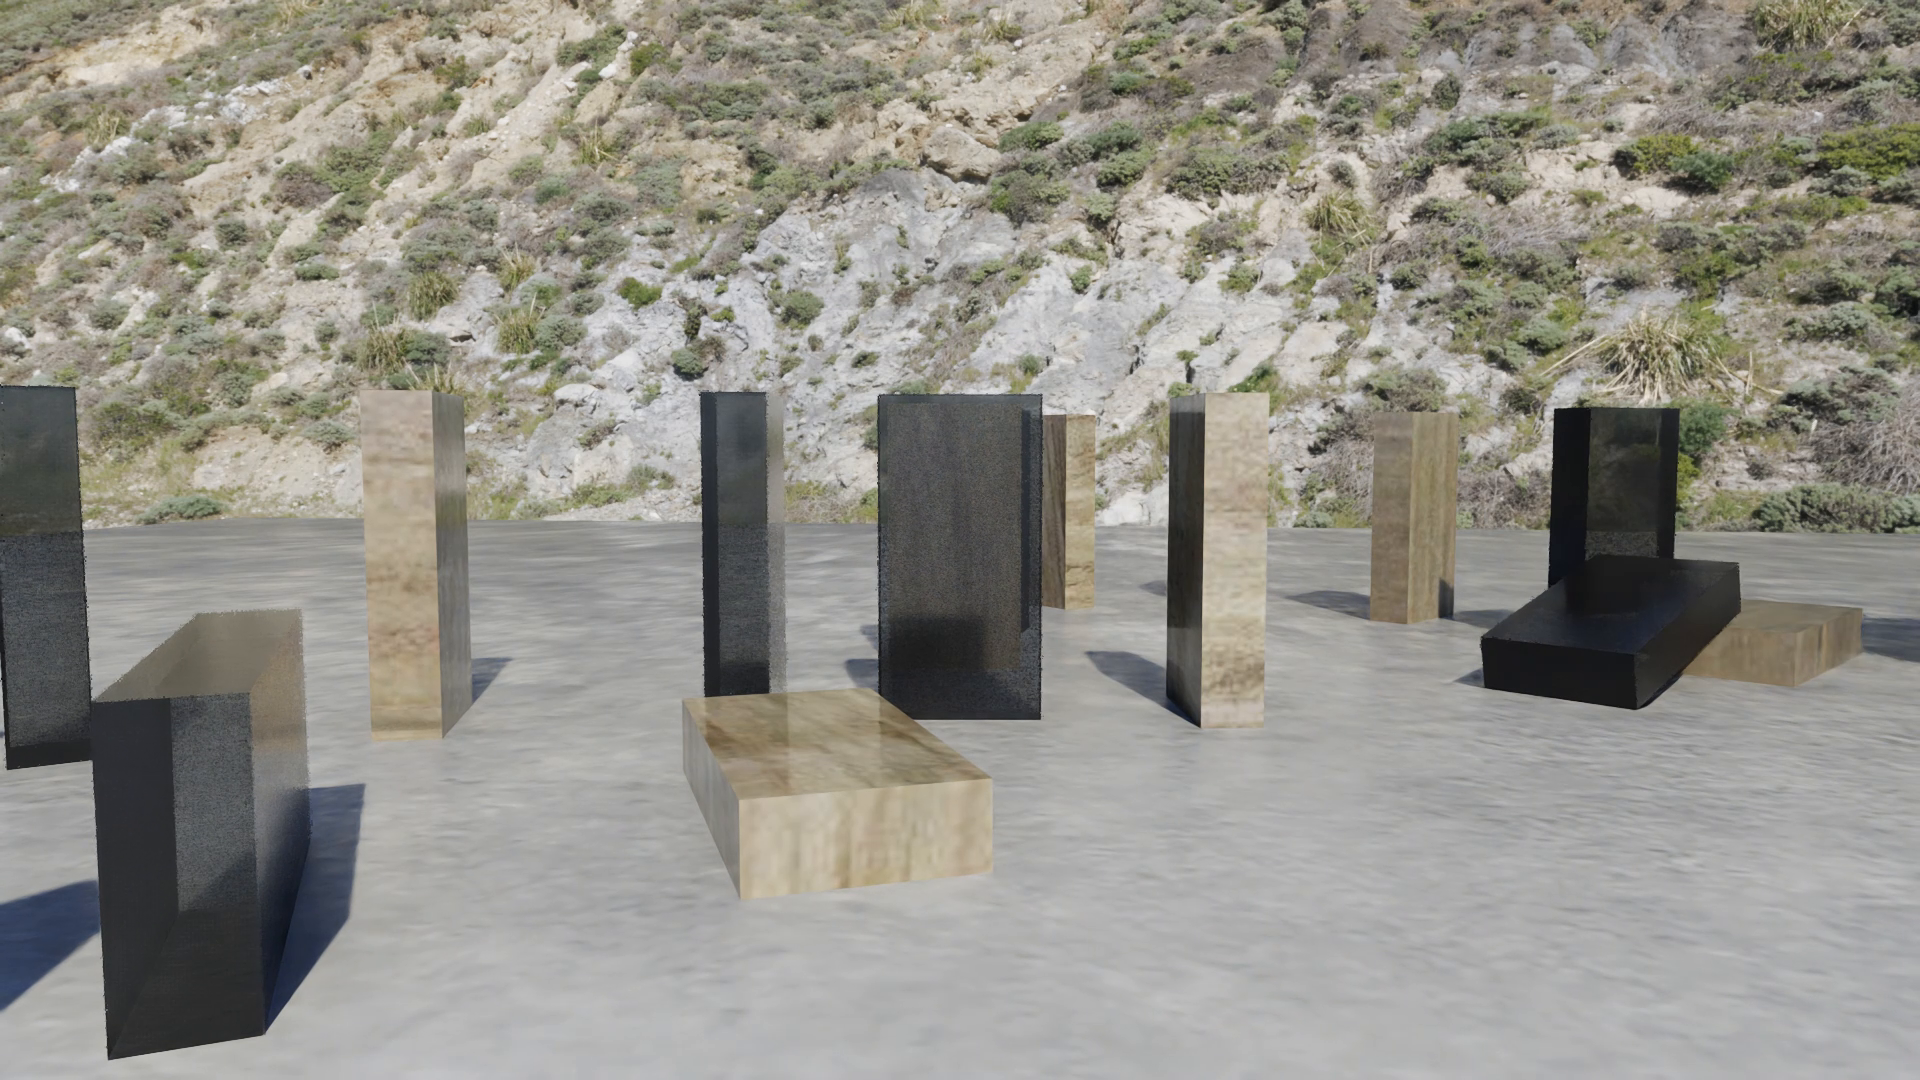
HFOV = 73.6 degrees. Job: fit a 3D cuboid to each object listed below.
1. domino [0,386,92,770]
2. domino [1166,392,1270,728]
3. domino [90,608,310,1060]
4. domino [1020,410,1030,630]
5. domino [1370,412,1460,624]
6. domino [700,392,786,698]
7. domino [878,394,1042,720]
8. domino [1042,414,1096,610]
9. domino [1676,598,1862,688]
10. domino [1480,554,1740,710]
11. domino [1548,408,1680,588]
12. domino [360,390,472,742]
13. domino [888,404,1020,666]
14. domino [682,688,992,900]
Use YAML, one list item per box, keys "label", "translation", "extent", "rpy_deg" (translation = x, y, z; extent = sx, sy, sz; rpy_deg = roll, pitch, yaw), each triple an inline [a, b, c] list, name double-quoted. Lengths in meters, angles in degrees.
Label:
- label: "domino"
  translation: [-0.128, 0.004, 0.179]
  extent: [0.010, 0.050, 0.025]
  rpy_deg: [-3, 5, -35]
- label: "domino"
  translation: [0.040, 0.002, 0.203]
  extent: [0.009, 0.050, 0.025]
  rpy_deg: [0, 4, -3]
- label: "domino"
  translation: [-0.064, 0.022, 0.112]
  extent: [0.010, 0.025, 0.050]
  rpy_deg: [-2, 5, -23]
- label: "domino"
  translation: [0.003, -0.005, 0.298]
  extent: [0.025, 0.050, 0.009]
  rpy_deg: [1, 4, 11]
- label: "domino"
  translation: [0.111, -0.006, 0.313]
  extent: [0.025, 0.050, 0.009]
  rpy_deg: [-4, 6, -45]
- label: "domino"
  translation: [-0.033, 0.003, 0.199]
  extent: [0.009, 0.050, 0.025]
  rpy_deg: [0, 4, -2]
- label: "domino"
  translation: [0.000, 0.002, 0.201]
  extent: [0.025, 0.050, 0.009]
  rpy_deg: [0, 4, 0]
- label: "domino"
  translation: [0.024, -0.008, 0.341]
  extent: [0.010, 0.050, 0.025]
  rpy_deg: [-3, 5, -33]
- label: "domino"
  translation: [0.155, 0.019, 0.250]
  extent: [0.050, 0.010, 0.025]
  rpy_deg: [-4, 6, -44]
- label: "domino"
  translation: [0.117, 0.015, 0.229]
  extent: [0.050, 0.009, 0.025]
  rpy_deg: [-21, 17, -39]
- label: "domino"
  translation: [0.139, -0.003, 0.273]
  extent: [0.025, 0.050, 0.009]
  rpy_deg: [-2, 5, -21]
- label: "domino"
  translation: [-0.082, 0.003, 0.195]
  extent: [0.009, 0.050, 0.025]
  rpy_deg: [-1, 4, -11]
- label: "domino"
  translation: [-0.001, -0.001, 0.250]
  extent: [0.025, 0.050, 0.010]
  rpy_deg: [0, 4, 0]
- label: "domino"
  translation: [-0.016, 0.027, 0.147]
  extent: [0.025, 0.009, 0.050]
  rpy_deg: [-1, 5, -18]
